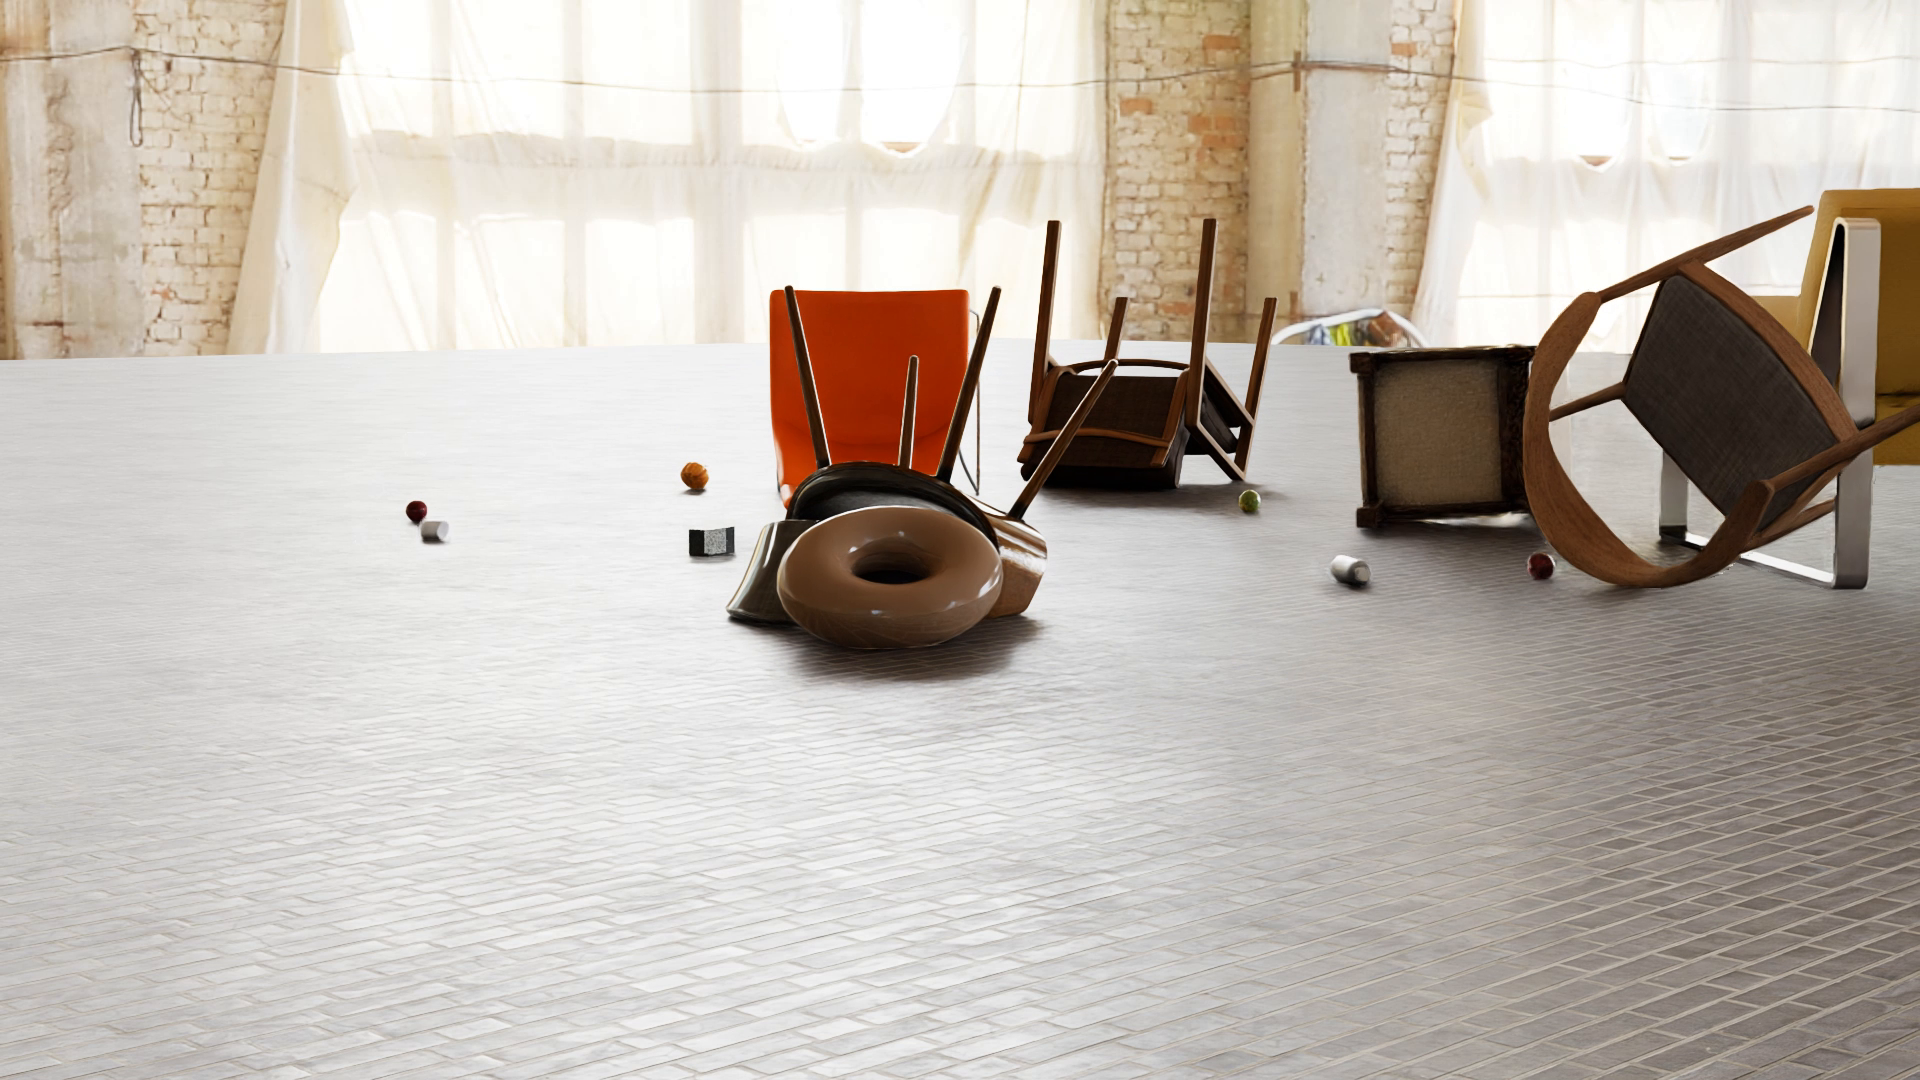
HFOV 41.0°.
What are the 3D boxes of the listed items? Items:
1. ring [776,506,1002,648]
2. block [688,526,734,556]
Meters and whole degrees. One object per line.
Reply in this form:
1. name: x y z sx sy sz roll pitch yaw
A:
1. ring: -0.125 0.068 4.656 0.427 0.124 0.337 -10 42 -24
2. block: -0.588 0.002 6.083 0.057 0.063 0.107 3 7 30
